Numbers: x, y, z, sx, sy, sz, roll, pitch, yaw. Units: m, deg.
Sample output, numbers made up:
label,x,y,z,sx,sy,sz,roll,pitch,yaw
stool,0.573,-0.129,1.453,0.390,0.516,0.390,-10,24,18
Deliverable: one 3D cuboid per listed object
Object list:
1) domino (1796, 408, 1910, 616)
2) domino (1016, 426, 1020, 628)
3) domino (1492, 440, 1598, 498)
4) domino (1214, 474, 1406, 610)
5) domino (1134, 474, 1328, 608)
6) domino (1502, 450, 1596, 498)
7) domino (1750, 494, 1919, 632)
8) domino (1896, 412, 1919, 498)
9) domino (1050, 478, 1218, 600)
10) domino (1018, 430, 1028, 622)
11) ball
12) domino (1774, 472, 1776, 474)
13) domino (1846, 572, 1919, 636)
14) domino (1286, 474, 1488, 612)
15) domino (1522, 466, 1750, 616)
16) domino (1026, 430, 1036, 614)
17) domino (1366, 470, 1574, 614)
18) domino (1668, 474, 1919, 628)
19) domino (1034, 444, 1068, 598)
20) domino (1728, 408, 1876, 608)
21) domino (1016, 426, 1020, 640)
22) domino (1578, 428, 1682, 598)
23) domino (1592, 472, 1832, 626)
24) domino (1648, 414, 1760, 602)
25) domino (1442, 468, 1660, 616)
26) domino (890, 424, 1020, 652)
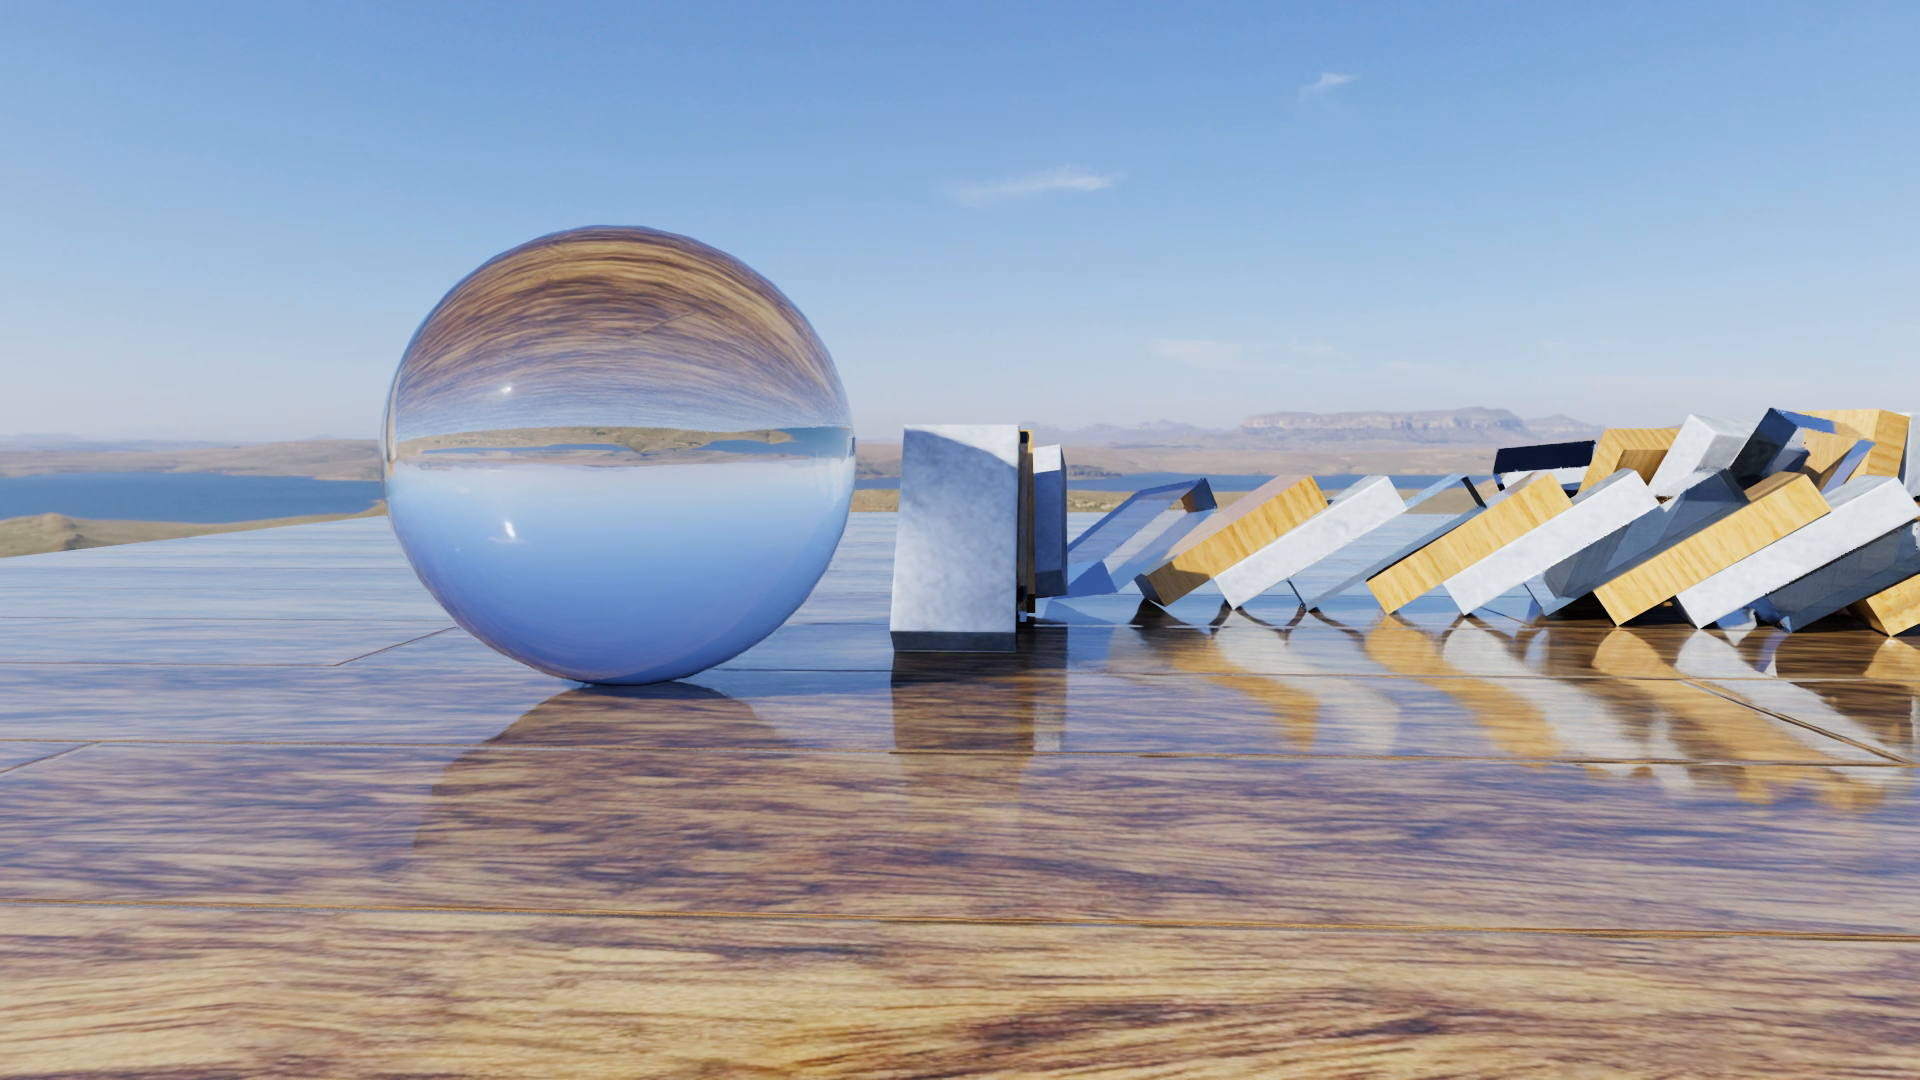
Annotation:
label,x,y,z,sx,sy,sz,roll,pitch,yaw
domino,0.219,-0.007,0.324,0.010,0.050,0.025,11,2,-13
domino,0.001,-0.004,0.305,0.025,0.050,0.010,0,-30,4
domino,0.171,-0.006,0.364,0.025,0.010,0.050,-4,-42,39
domino,0.090,0.000,0.338,0.050,0.009,0.025,-32,-1,9
domino,0.071,0.000,0.343,0.050,0.010,0.025,-31,5,-2
domino,0.183,-0.006,0.379,0.050,0.009,0.025,46,-24,-29
domino,0.209,0.003,0.293,0.050,0.010,0.025,-32,-6,18
domino,0.233,-0.007,0.329,0.010,0.050,0.025,0,4,-18
domino,0.047,-0.001,0.355,0.050,0.010,0.025,-35,16,-38
domino,0.004,-0.004,0.318,0.025,0.050,0.010,0,-32,4
ball,-0.058,-0.014,0.226,0.080,0.080,0.080,0,4,0
domino,0.255,-0.005,0.386,0.025,0.010,0.050,-3,41,-35
domino,0.227,0.003,0.287,0.050,0.009,0.025,-32,-5,19
domino,0.109,0.000,0.332,0.050,0.009,0.025,-32,-4,14
domino,0.162,0.000,0.311,0.050,0.009,0.025,-35,-8,20
domino,0.007,-0.005,0.330,0.025,0.050,0.009,-1,-33,3
domino,0.128,0.000,0.325,0.050,0.010,0.025,-34,-6,16
domino,0.192,0.002,0.299,0.050,0.009,0.025,-34,-8,19
domino,0.016,-0.005,0.348,0.025,0.009,0.050,-8,42,11
domino,0.201,-0.007,0.321,0.025,0.050,0.010,8,32,-18
domino,0.000,-0.002,0.283,0.025,0.050,0.010,0,-30,4
domino,0.178,-0.007,0.345,0.025,0.050,0.009,0,39,-5
domino,0.175,0.002,0.304,0.050,0.009,0.025,-35,-8,20
domino,0.188,-0.007,0.330,0.025,0.050,0.009,3,33,-17
domino,0.145,0.000,0.318,0.050,0.009,0.025,-35,-8,20
domino,0.000,-0.001,0.271,0.025,0.050,0.009,0,-30,4
